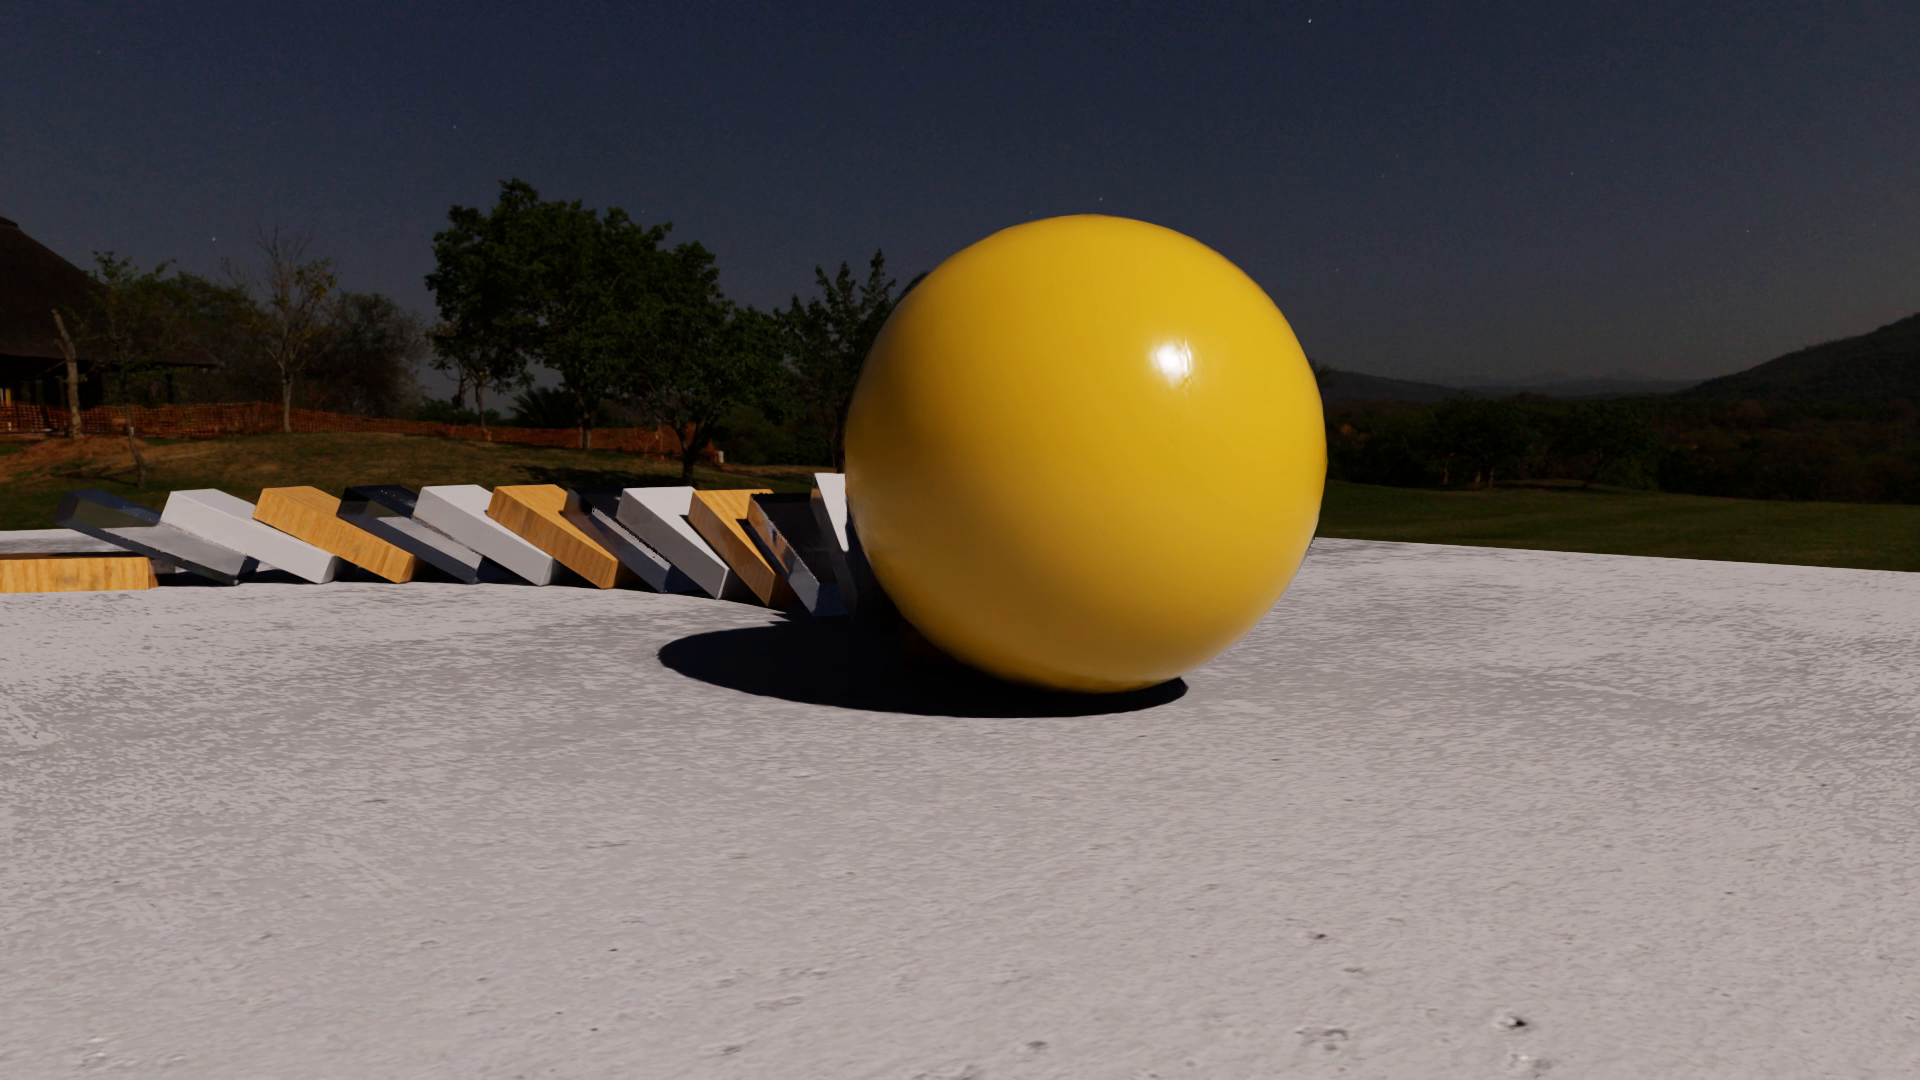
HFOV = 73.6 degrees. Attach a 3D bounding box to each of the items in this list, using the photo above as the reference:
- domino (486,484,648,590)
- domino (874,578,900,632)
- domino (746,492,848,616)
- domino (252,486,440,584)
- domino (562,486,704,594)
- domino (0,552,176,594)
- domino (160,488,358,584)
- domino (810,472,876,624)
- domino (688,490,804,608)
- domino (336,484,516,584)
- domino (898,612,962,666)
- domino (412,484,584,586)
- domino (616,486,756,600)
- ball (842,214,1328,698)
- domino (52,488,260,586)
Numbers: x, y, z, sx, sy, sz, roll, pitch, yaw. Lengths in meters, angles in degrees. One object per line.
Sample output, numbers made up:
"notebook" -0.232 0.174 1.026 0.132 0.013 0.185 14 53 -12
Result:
"domino" -0.117 -0.002 0.394 0.050 0.009 0.025 29 16 21
"domino" -0.008 0.001 0.305 0.025 0.009 0.050 0 41 -7
"domino" -0.036 0.003 0.339 0.025 0.009 0.050 -3 29 -30
"domino" -0.190 -0.002 0.402 0.050 0.009 0.025 24 6 2
"domino" -0.094 -0.001 0.385 0.050 0.010 0.025 32 22 31
"domino" -0.265 0.009 0.380 0.050 0.009 0.025 -1 4 -15
"domino" -0.215 -0.001 0.398 0.050 0.010 0.025 23 3 -5
"domino" -0.020 0.001 0.322 0.025 0.009 0.050 -2 37 -20
"domino" -0.053 0.001 0.357 0.025 0.010 0.050 -3 29 -38
"domino" -0.166 -0.002 0.403 0.050 0.009 0.025 26 9 9
"domino" -0.001 0.003 0.261 0.025 0.009 0.050 -1 45 -8
"domino" -0.141 -0.002 0.400 0.050 0.009 0.025 27 12 15
"domino" -0.074 0.000 0.372 0.050 0.009 0.025 33 23 33
"ball" 0.020 -0.014 0.216 0.080 0.080 0.080 0 4 0
"domino" -0.241 -0.001 0.388 0.050 0.009 0.025 23 -2 -17
